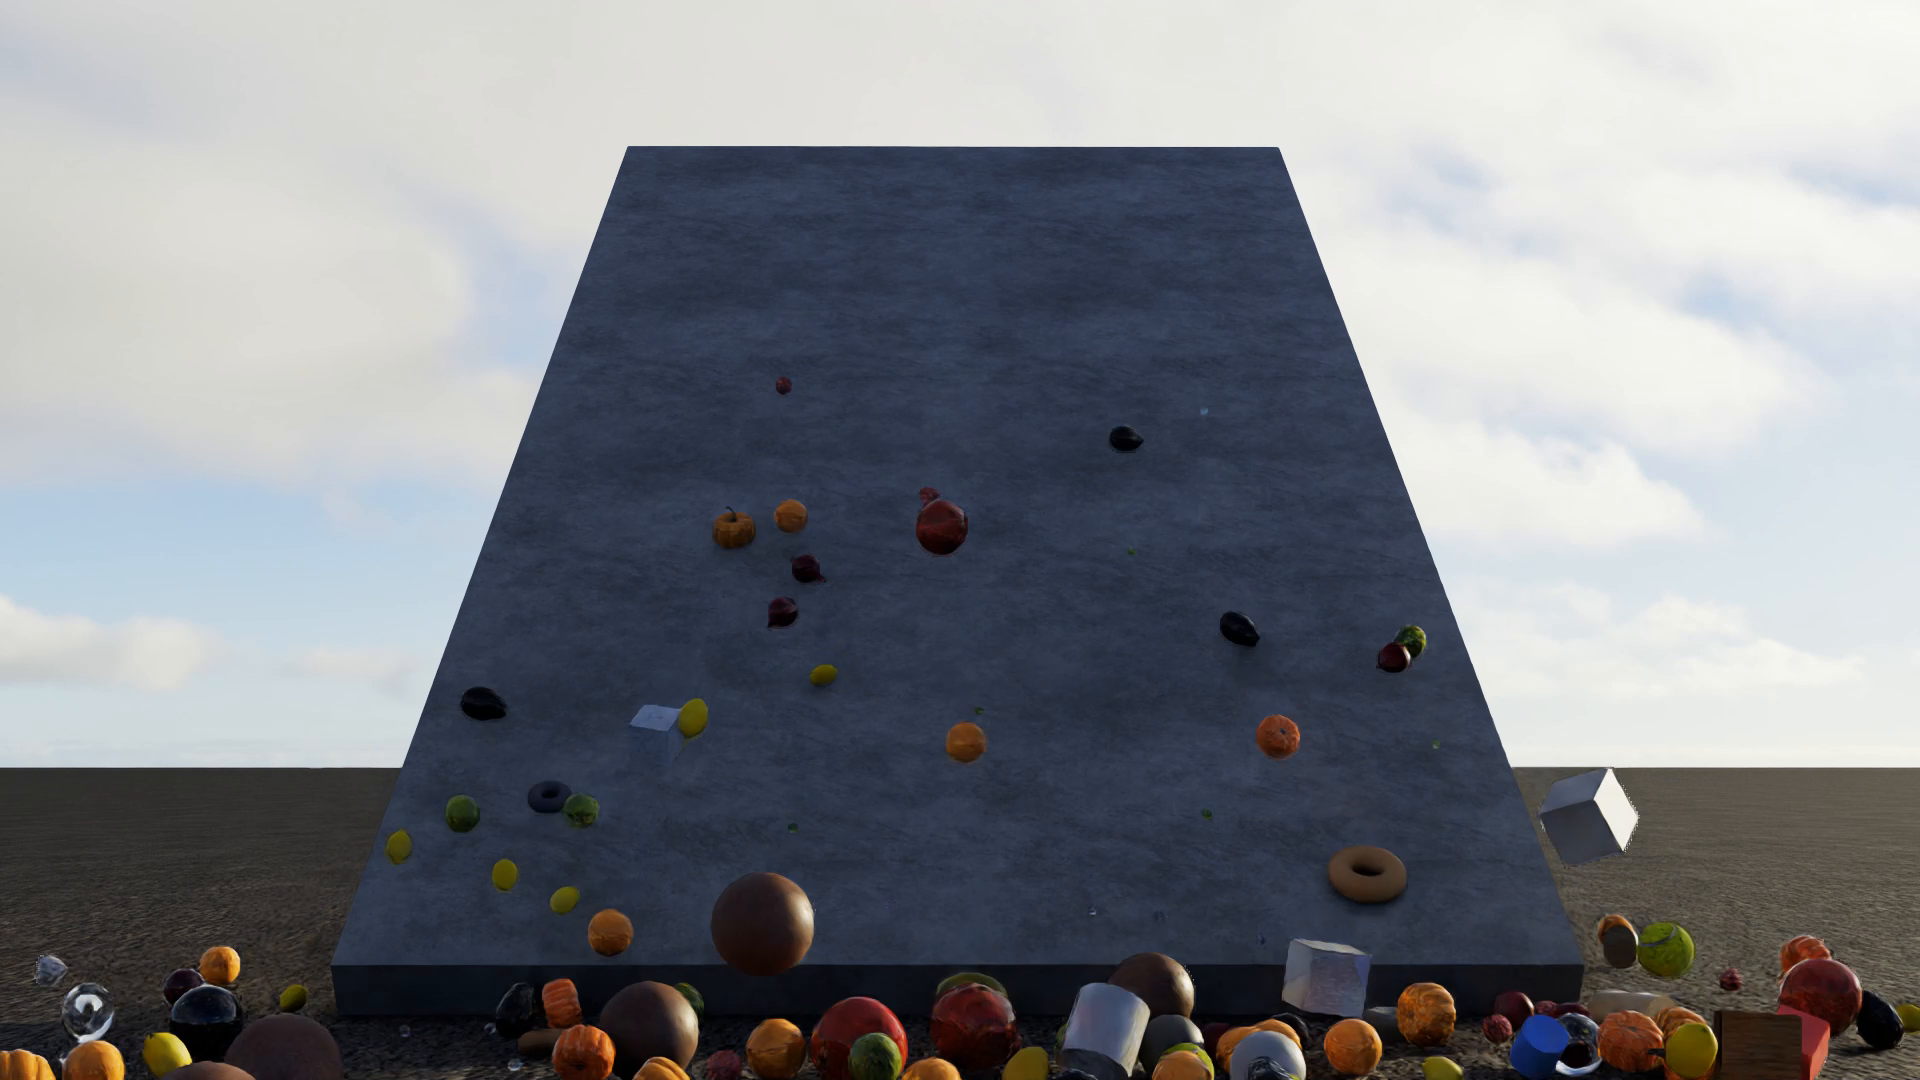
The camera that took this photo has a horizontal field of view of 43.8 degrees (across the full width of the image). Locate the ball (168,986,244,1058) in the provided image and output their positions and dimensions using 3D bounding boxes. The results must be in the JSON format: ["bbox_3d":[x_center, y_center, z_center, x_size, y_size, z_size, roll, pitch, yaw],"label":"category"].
[{"bbox_3d":[-1.037,0.663,3.287,0.099,0.099,0.099,0,-5,0],"label":"ball"}]

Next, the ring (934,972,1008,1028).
[{"bbox_3d":[0.017,0.713,3.698,0.117,0.039,0.117,2,27,-1],"label":"ring"}]

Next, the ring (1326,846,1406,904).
[{"bbox_3d":[0.679,0.558,3.989,0.134,0.045,0.134,1,28,-1],"label":"ring"}]

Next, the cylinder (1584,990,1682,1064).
[{"bbox_3d":[0.916,0.663,3.254,0.093,0.093,0.093,5,-7,-42],"label":"cylinder"}]

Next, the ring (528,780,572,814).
[{"bbox_3d":[-0.721,0.451,4.197,0.078,0.026,0.078,1,32,-1],"label":"ring"}]

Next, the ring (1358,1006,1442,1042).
[{"bbox_3d":[0.647,0.714,3.513,0.122,0.041,0.122,2,-3,0],"label":"ring"}]

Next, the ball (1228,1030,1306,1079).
[{"bbox_3d":[0.363,0.624,2.817,0.090,0.090,0.090,0,-5,0],"label":"ball"}]

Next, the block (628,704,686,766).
[{"bbox_3d":[-0.549,0.353,4.330,0.075,0.075,0.075,8,29,14],"label":"block"}]

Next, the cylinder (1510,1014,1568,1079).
[{"bbox_3d":[0.738,0.647,3.046,0.059,0.059,0.059,1,-46,-10],"label":"cylinder"}]

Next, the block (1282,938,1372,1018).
[{"bbox_3d":[0.507,0.606,3.305,0.086,0.086,0.086,9,-2,-13],"label":"block"}]

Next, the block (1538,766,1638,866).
[{"bbox_3d":[1.000,0.440,3.804,0.100,0.100,0.100,-23,13,37],"label":"block"}]

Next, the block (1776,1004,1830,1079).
[{"bbox_3d":[1.042,0.633,2.982,0.062,0.062,0.062,19,46,32],"label":"block"}]

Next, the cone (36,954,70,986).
[{"bbox_3d":[-1.618,0.772,4.291,0.055,0.055,0.055,-9,-9,32],"label":"cone"}]

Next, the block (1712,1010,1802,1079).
[{"bbox_3d":[0.950,0.609,2.847,0.090,0.090,0.090,2,-10,12],"label":"block"}]

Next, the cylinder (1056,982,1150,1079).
[{"bbox_3d":[0.174,0.603,2.903,0.092,0.092,0.092,14,-38,11],"label":"cylinder"}]

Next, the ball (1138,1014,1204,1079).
[{"bbox_3d":[0.268,0.647,3.041,0.086,0.086,0.086,0,-5,0],"label":"ball"}]

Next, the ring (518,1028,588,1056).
[{"bbox_3d":[-0.567,0.700,3.331,0.098,0.033,0.098,-4,-7,0],"label":"ring"}]

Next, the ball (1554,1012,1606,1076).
[{"bbox_3d":[0.796,0.655,3.097,0.081,0.081,0.081,0,-5,0],"label":"ball"}]

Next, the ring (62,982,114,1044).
[{"bbox_3d":[-1.258,0.682,3.444,0.029,0.087,0.087,-6,-7,26],"label":"ring"}]

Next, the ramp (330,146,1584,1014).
[{"bbox_3d":[-0.012,-0.222,5.594,2.000,0.100,4.000,0,28,0],"label":"ramp"}]
